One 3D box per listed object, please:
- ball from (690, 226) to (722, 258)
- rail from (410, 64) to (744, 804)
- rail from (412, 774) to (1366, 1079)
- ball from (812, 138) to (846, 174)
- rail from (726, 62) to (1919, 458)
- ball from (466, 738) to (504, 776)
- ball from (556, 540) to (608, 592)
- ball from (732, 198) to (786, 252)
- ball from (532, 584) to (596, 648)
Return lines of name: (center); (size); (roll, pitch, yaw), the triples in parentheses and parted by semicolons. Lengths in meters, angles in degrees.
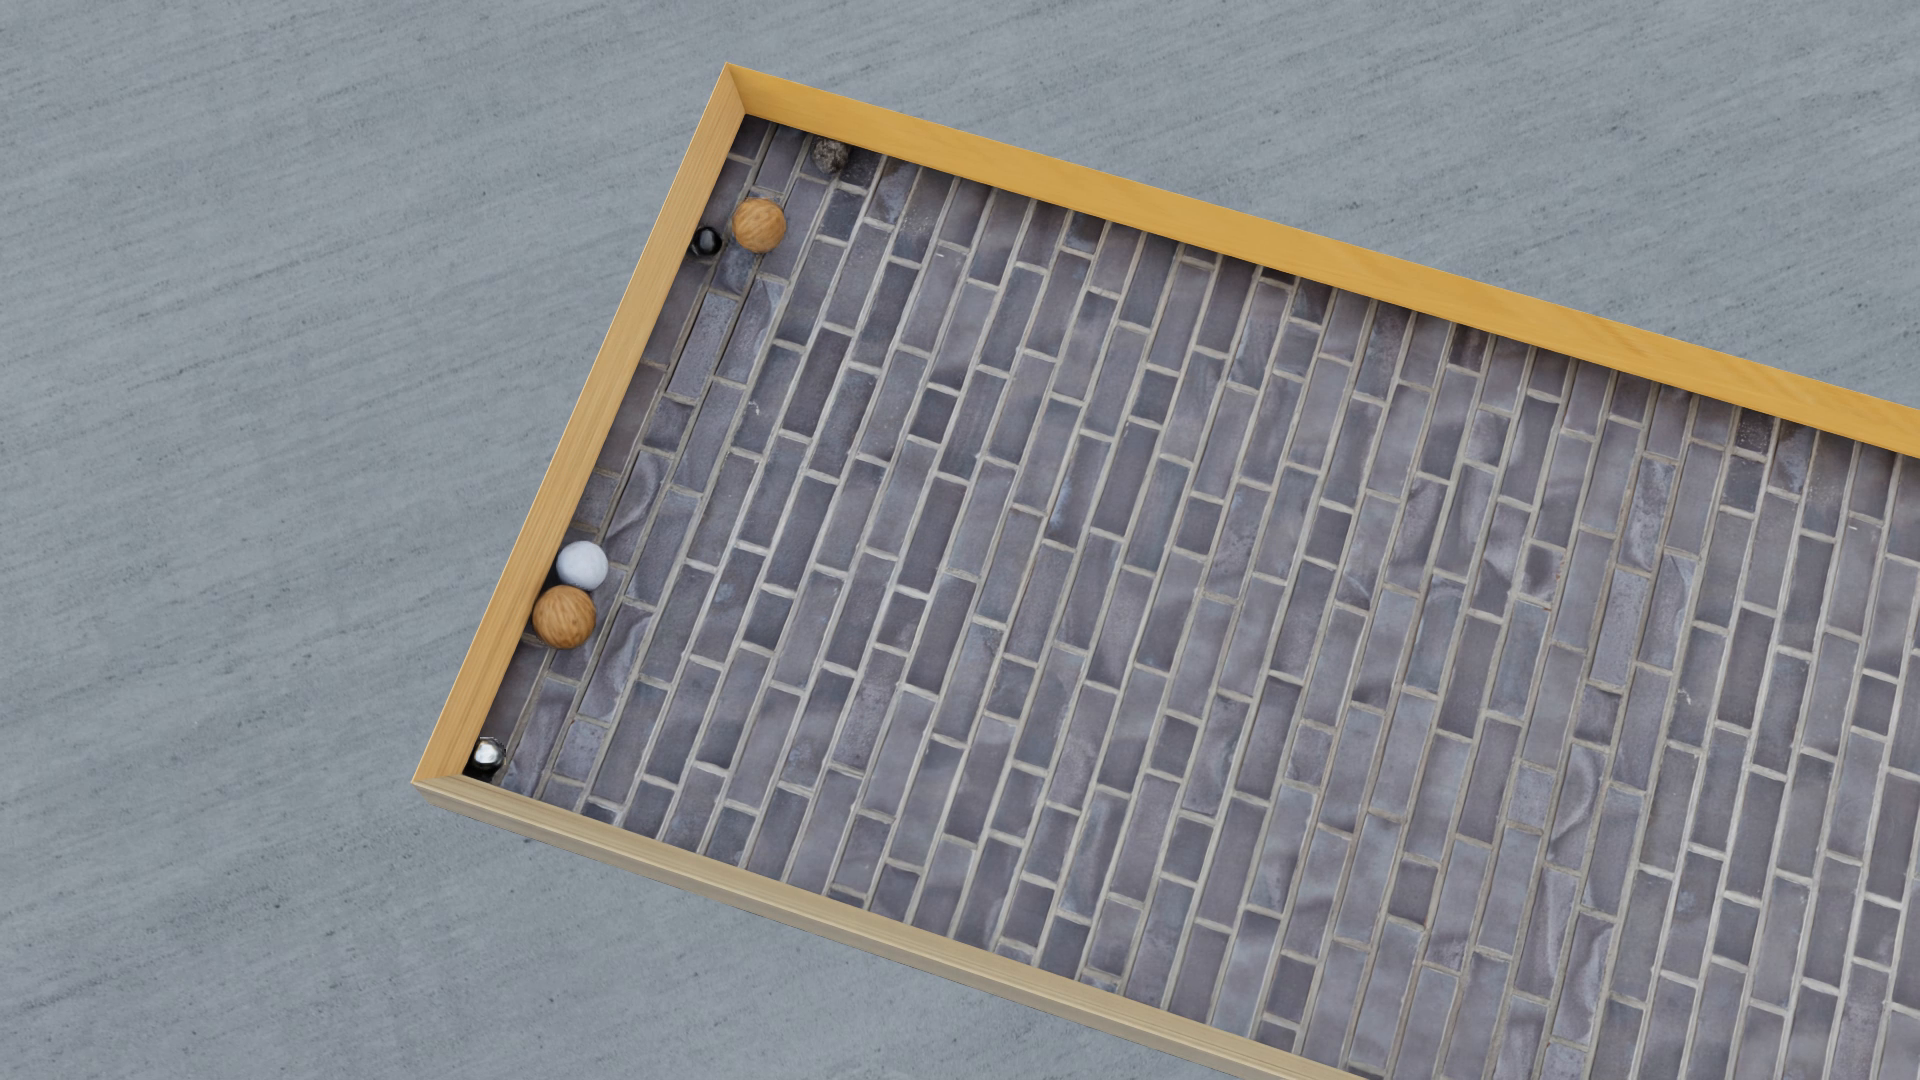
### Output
ball: (-0.424, -0.497, 3.662); (0.053, 0.053, 0.053); (0, 69, 0)
rail: (-0.576, -0.191, 3.504); (0.045, 0.128, 1.304); (17, 70, 7)
rail: (0.398, 0.734, 3.150); (2.527, 0.128, 0.045); (17, 70, 7)
ball: (-0.222, -0.650, 3.717); (0.060, 0.060, 0.060); (0, 69, 0)
rail: (0.799, -0.379, 3.576); (2.527, 0.128, 0.045); (17, 70, 7)
ball: (-0.723, 0.330, 3.343); (0.058, 0.058, 0.058); (0, 69, 0)
ball: (-0.591, 0.041, 3.442); (0.080, 0.080, 0.080); (0, 69, 0)
ball: (-0.333, -0.521, 3.641); (0.090, 0.090, 0.090); (0, 69, 0)
ball: (-0.612, 0.118, 3.402); (0.099, 0.099, 0.099); (0, 69, 0)
